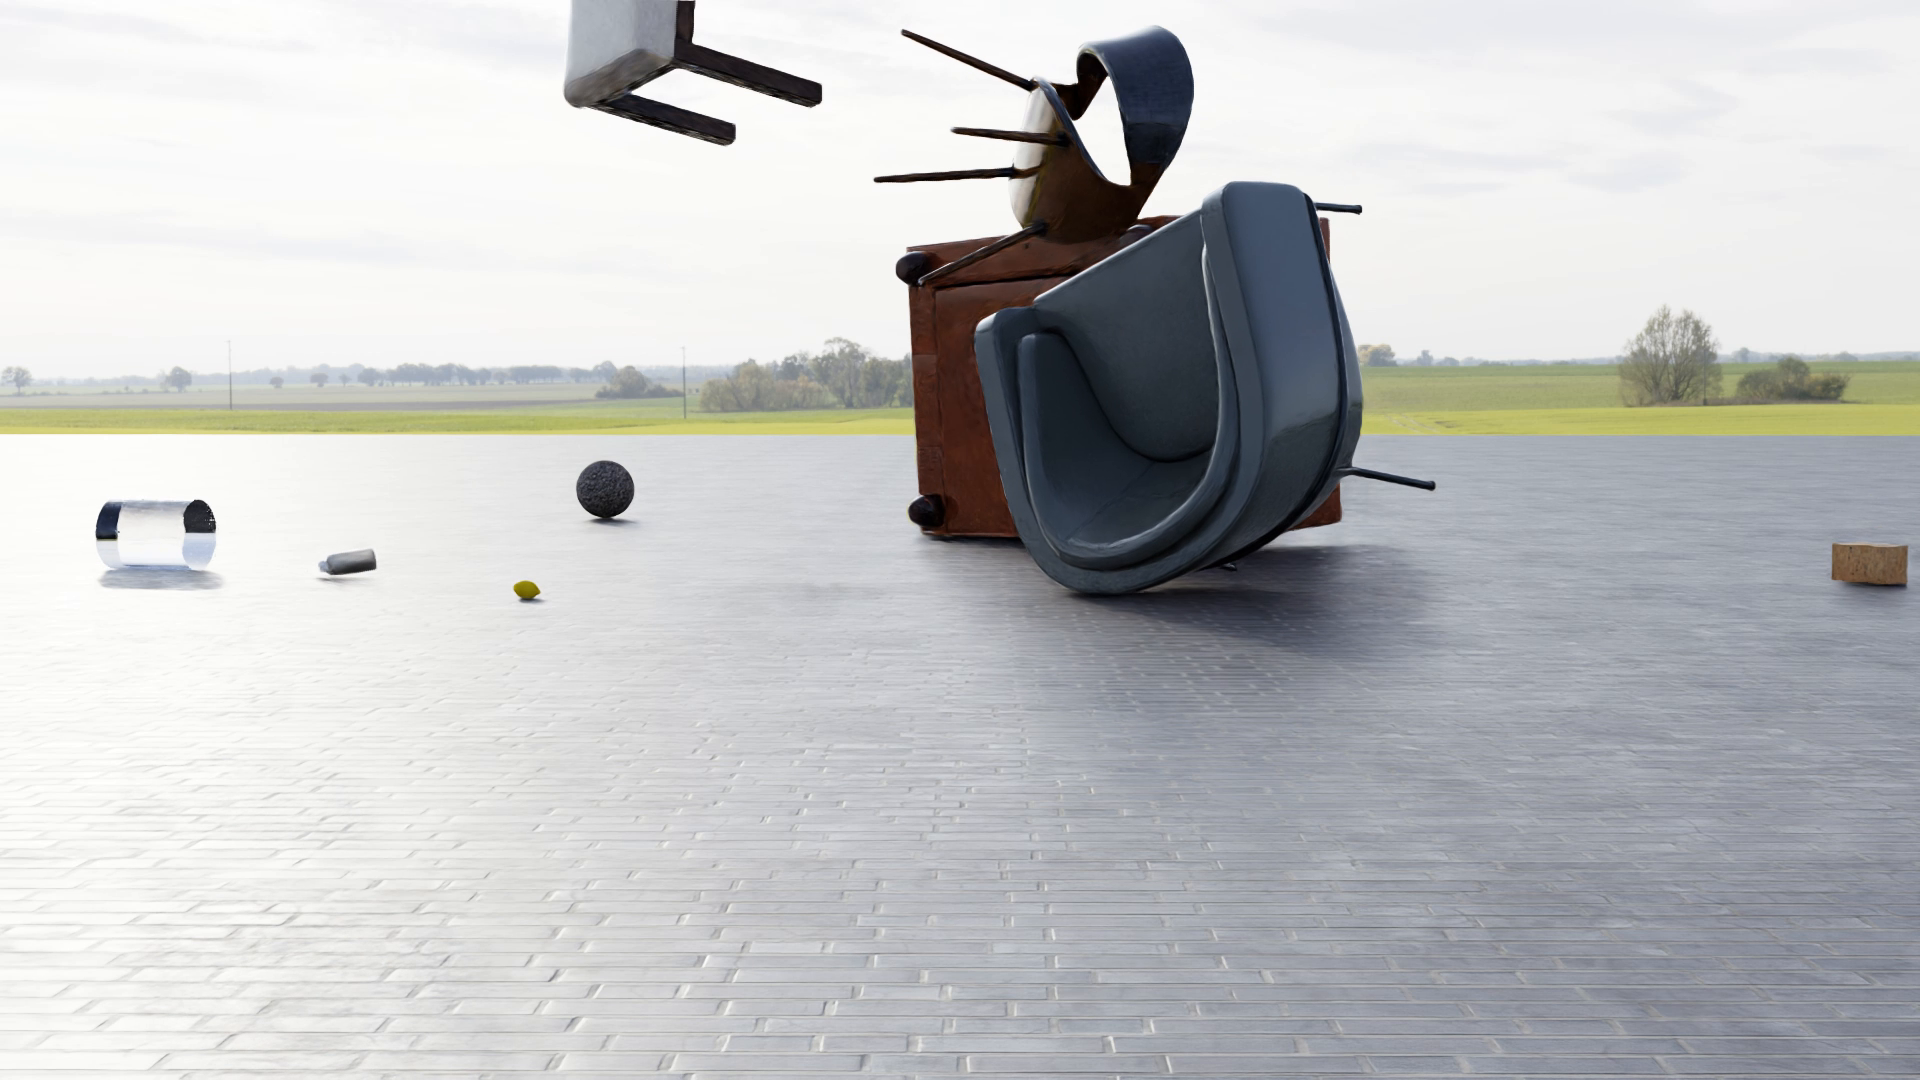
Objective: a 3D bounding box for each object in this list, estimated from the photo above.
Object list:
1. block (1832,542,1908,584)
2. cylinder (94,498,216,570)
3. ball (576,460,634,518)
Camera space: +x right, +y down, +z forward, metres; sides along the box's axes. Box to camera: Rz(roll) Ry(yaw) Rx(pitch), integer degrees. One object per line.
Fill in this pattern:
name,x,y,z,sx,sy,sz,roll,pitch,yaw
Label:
block,2.119,0.054,5.123,0.093,0.088,0.134,-3,5,-36
cylinder,-1.996,-0.015,5.464,0.230,0.178,0.169,1,0,12
ball,-1.235,-0.177,7.654,0.202,0.202,0.202,0,4,0
